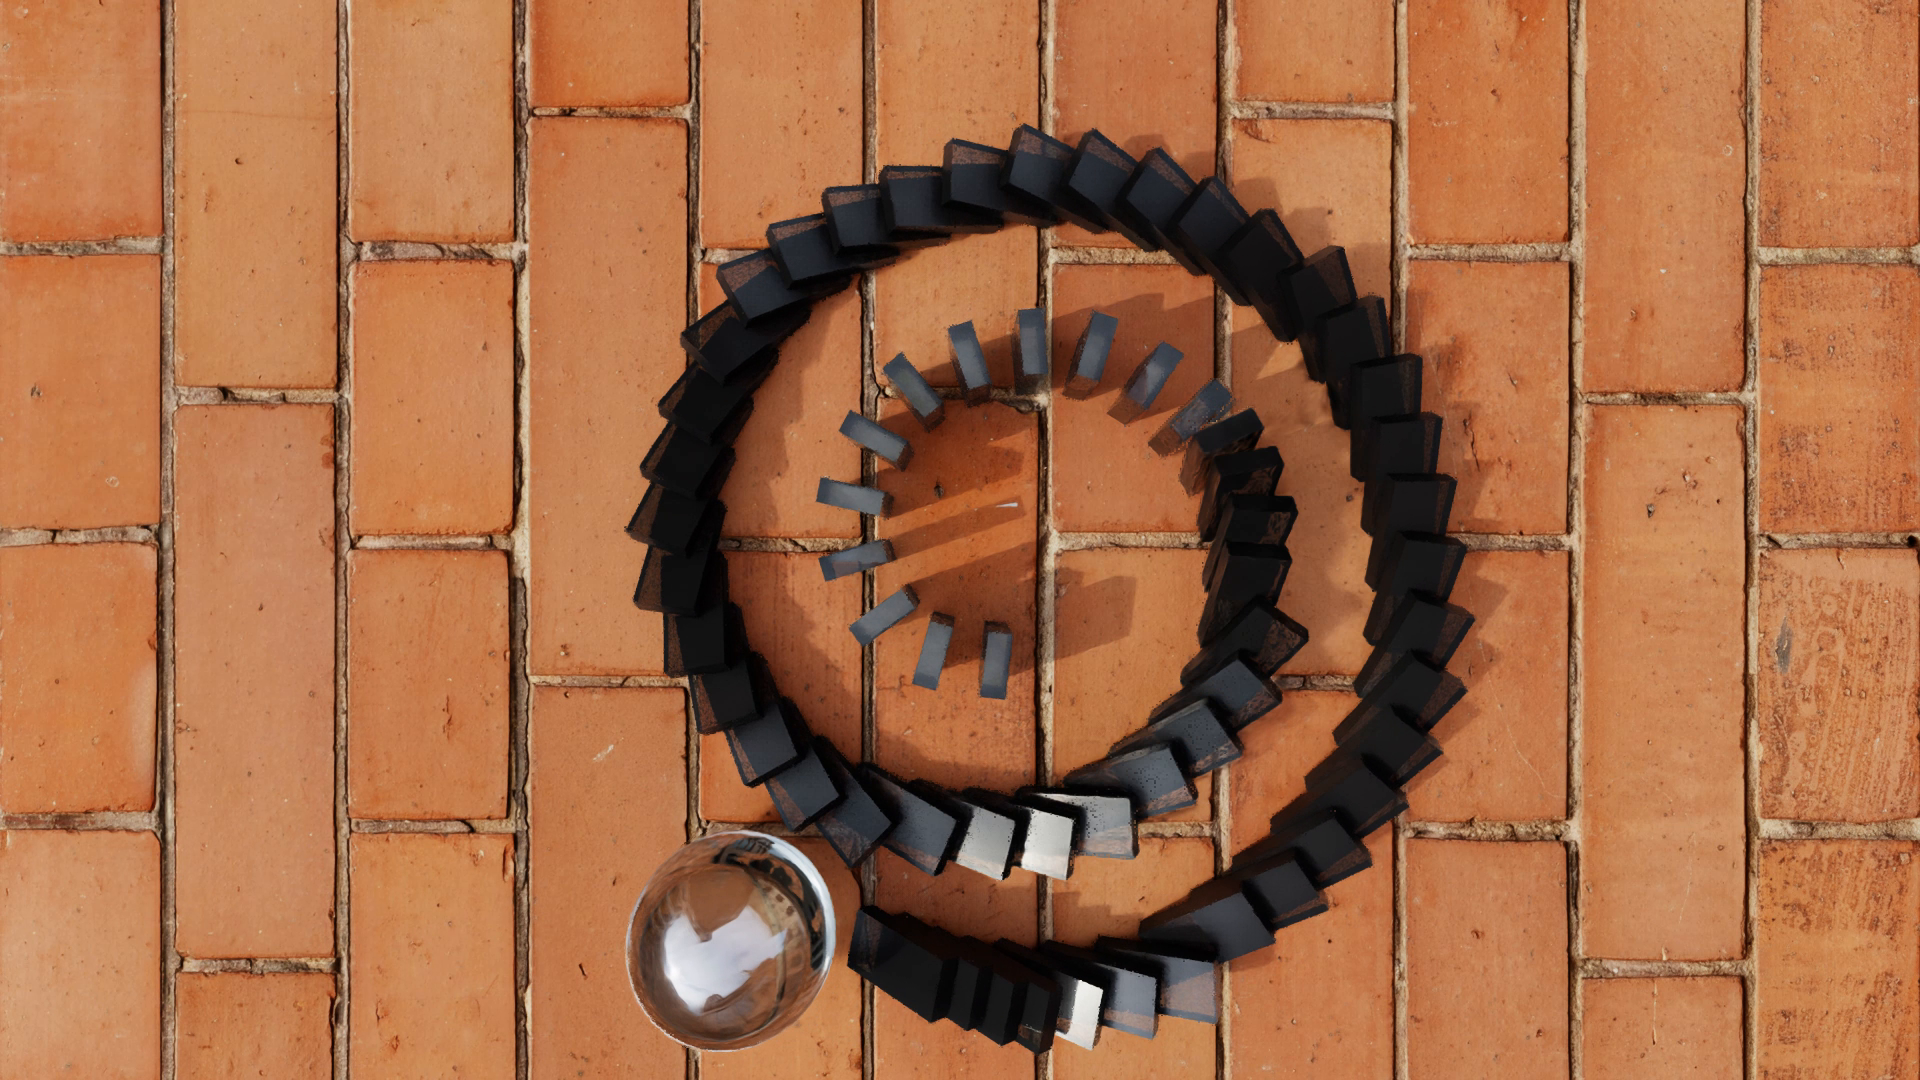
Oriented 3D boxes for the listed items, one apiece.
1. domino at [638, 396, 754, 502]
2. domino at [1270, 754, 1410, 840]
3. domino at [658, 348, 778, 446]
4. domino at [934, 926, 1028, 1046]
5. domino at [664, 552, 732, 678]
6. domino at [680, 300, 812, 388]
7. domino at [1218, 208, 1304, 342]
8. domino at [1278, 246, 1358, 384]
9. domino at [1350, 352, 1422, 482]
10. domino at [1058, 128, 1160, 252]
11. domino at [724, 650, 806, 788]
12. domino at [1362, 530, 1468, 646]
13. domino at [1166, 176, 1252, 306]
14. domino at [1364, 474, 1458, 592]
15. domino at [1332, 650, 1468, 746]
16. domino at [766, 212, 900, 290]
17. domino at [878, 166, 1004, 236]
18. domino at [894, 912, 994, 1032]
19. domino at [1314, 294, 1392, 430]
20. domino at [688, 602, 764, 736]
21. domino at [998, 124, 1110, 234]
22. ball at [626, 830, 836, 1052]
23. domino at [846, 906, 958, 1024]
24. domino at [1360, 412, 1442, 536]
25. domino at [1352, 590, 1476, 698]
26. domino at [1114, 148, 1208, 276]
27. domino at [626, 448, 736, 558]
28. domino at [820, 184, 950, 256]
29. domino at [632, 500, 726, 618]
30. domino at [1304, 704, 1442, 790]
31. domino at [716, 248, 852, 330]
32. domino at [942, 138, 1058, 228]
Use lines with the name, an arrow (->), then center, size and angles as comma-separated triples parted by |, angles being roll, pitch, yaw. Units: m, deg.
domino -> -0.110, -0.043, 0.385 | 0.025, 0.010, 0.050 | 25, 66, 0
domino -> 0.159, 0.115, 0.386 | 0.025, 0.010, 0.050 | 43, 114, 0
domino -> -0.101, -0.066, 0.385 | 0.025, 0.009, 0.050 | 31, 66, 0
domino -> 0.003, 0.184, 0.380 | 0.050, 0.009, 0.025 | 11, 90, 41
domino -> -0.111, 0.031, 0.385 | 0.025, 0.009, 0.050 | -9, 65, 0
domino -> -0.090, -0.090, 0.385 | 0.025, 0.010, 0.050 | 45, 65, 0
domino -> 0.133, -0.111, 0.385 | 0.025, 0.010, 0.050 | -45, 114, 0
domino -> 0.154, -0.094, 0.385 | 0.025, 0.009, 0.050 | -29, 115, 0
domino -> 0.179, -0.051, 0.385 | 0.025, 0.010, 0.050 | -11, 114, 0
domino -> 0.068, -0.146, 0.385 | 0.050, 0.009, 0.025 | 26, 90, -24
domino -> -0.087, 0.075, 0.385 | 0.025, 0.010, 0.050 | -29, 66, 0
domino -> 0.191, 0.022, 0.386 | 0.025, 0.009, 0.050 | 7, 114, 0
domino -> 0.112, -0.125, 0.386 | 0.050, 0.009, 0.025 | 38, 90, -24
domino -> 0.189, -0.003, 0.386 | 0.025, 0.010, 0.050 | 0, 114, 0
domino -> 0.184, 0.073, 0.385 | 0.025, 0.010, 0.050 | 31, 114, 0
domino -> -0.053, -0.124, 0.385 | 0.050, 0.009, 0.025 | -22, 90, -24
domino -> -0.008, -0.143, 0.385 | 0.050, 0.009, 0.025 | -10, 90, -24
domino -> -0.010, 0.178, 0.380 | 0.050, 0.009, 0.025 | 11, 90, 41
domino -> 0.167, -0.074, 0.385 | 0.025, 0.009, 0.050 | -22, 115, 0
domino -> -0.101, 0.054, 0.385 | 0.025, 0.009, 0.050 | -18, 66, 0
domino -> 0.043, -0.151, 0.385 | 0.050, 0.009, 0.025 | 15, 90, -25
ball -> -0.089, 0.156, 0.360 | 0.080, 0.080, 0.080 | 0, 90, 0
domino -> -0.025, 0.175, 0.380 | 0.050, 0.010, 0.025 | 11, 90, 41
domino -> 0.185, -0.027, 0.386 | 0.025, 0.010, 0.050 | -6, 114, 0
domino -> 0.190, 0.048, 0.385 | 0.025, 0.009, 0.050 | 19, 115, 0
domino -> 0.091, -0.137, 0.386 | 0.050, 0.009, 0.025 | 34, 90, -24
domino -> -0.116, -0.020, 0.385 | 0.025, 0.010, 0.050 | 19, 66, 0
domino -> -0.031, -0.136, 0.385 | 0.050, 0.010, 0.025 | -14, 90, -24
domino -> -0.117, 0.006, 0.385 | 0.025, 0.009, 0.050 | 8, 65, 0
domino -> 0.173, 0.095, 0.385 | 0.025, 0.009, 0.050 | 38, 114, 0
domino -> -0.074, -0.110, 0.385 | 0.050, 0.009, 0.025 | -29, 90, -25
domino -> 0.017, -0.149, 0.385 | 0.050, 0.009, 0.025 | 3, 90, -24
